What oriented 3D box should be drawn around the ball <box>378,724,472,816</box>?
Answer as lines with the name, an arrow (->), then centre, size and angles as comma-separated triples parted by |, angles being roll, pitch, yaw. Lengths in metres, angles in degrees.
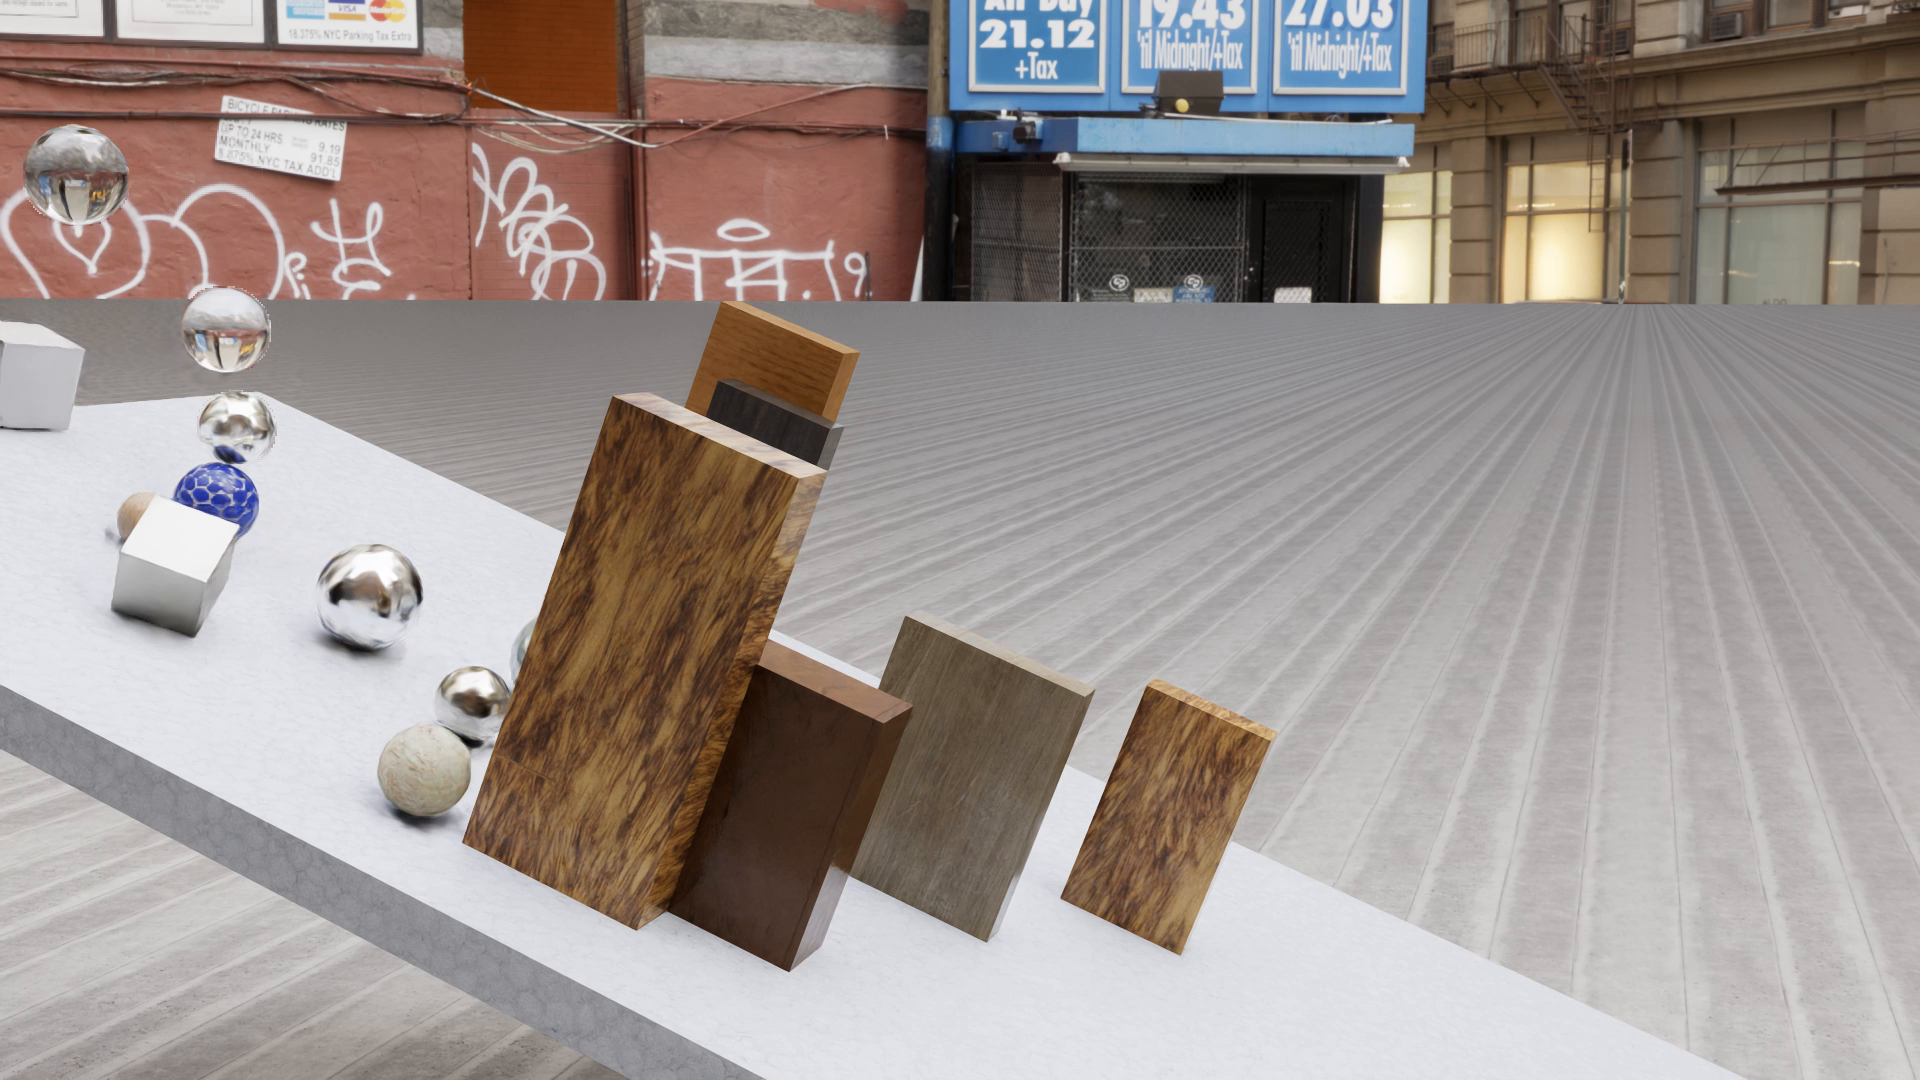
ball -> -0.867, 0.373, 3.564 | 0.149, 0.149, 0.149 | 0, 7, 0

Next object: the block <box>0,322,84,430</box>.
block -> -2.020, -0.354, 4.699 | 0.182, 0.182, 0.182 | 24, 14, 34

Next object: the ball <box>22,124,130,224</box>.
ball -> -1.677, -0.693, 4.174 | 0.187, 0.187, 0.187 | 0, 7, 0

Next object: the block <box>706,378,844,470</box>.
block -> -0.485, -0.014, 4.746 | 0.271, 0.607, 0.090 | 24, 13, 13

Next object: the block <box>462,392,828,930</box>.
block -> -0.503, 0.190, 3.473 | 0.327, 0.775, 0.124 | 24, 13, 13

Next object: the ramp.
ramp -> -0.317, 0.568, 4.201 | 4.000, 0.100, 2.000 | 24, 13, 13

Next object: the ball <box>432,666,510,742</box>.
ball -> -0.870, 0.293, 3.925 | 0.137, 0.137, 0.137 | 0, 7, 0

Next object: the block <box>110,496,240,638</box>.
block -> -1.402, 0.048, 3.929 | 0.153, 0.153, 0.153 | 21, 41, -8

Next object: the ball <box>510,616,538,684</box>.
ball -> -0.756, 0.234, 4.199 | 0.206, 0.206, 0.206 | 0, 7, 0

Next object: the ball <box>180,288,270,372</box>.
ball -> -1.556, -0.444, 4.657 | 0.177, 0.177, 0.177 | 0, 7, 0

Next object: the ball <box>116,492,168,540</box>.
ball -> -1.573, -0.039, 4.255 | 0.111, 0.111, 0.111 | 0, 7, 0

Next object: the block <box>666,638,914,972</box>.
block -> -0.319, 0.416, 3.576 | 0.326, 0.446, 0.148 | 24, 13, 13

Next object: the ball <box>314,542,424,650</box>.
ball -> -1.117, 0.107, 4.161 | 0.202, 0.202, 0.202 | 0, 7, 0

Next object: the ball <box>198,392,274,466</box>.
ball -> -1.458, -0.224, 4.430 | 0.146, 0.146, 0.146 | 0, 7, 0

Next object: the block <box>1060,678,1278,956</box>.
block -> 0.399, 0.529, 4.216 | 0.255, 0.459, 0.084 | 24, 13, 13

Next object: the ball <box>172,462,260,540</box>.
ball -> -1.489, -0.072, 4.399 | 0.167, 0.167, 0.167 | 0, 7, 0

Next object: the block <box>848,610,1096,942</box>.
block -> -0.013, 0.421, 3.945 | 0.352, 0.489, 0.080 | 24, 13, 13

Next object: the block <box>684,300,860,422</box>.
block -> -0.499, -0.129, 4.901 | 0.305, 0.741, 0.106 | 24, 13, 13
